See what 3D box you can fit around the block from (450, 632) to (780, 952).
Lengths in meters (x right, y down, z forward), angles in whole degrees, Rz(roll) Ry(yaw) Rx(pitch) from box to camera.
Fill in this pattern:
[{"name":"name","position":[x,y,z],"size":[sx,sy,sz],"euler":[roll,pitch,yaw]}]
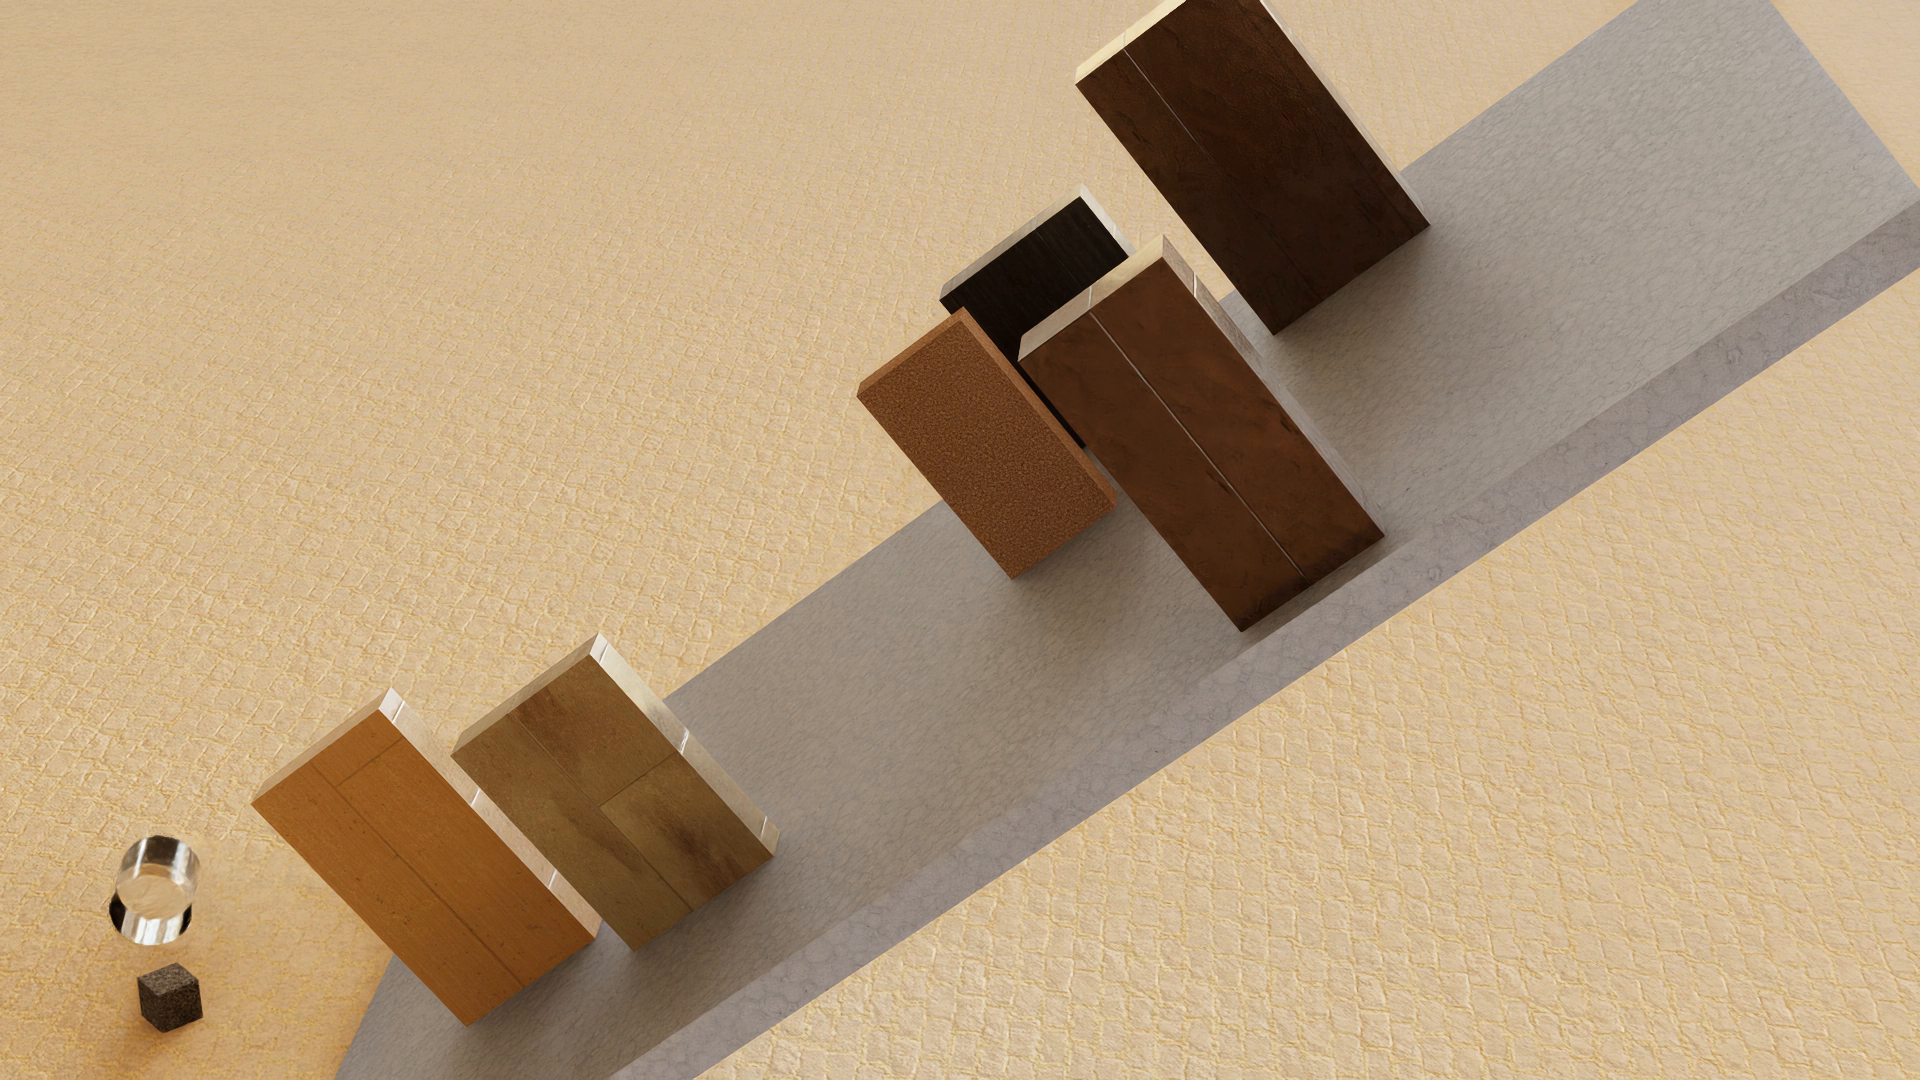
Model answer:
[{"name":"block","position":[-0.709,0.525,6.074],"size":[0.386,0.575,0.103],"euler":[-35,16,17]}]

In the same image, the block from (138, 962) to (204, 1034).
[{"name":"block","position":[-1.949,1.129,7.258],"size":[0.109,0.109,0.109],"euler":[-19,30,-37]}]

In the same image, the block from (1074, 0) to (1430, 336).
[{"name":"block","position":[0.643,-0.866,6.462],"size":[0.423,0.722,0.148],"euler":[-35,16,17]}]

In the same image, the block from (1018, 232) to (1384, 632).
[{"name":"block","position":[0.431,-0.186,5.226],"size":[0.315,0.651,0.135],"euler":[-35,16,17]}]

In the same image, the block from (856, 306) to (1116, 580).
[{"name":"block","position":[0.060,-0.205,6.355],"size":[0.287,0.538,0.086],"euler":[-35,16,17]}]

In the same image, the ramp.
[{"name":"ramp","position":[0.123,0.183,6.334],"size":[4.000,0.100,2.000],"euler":[-35,16,17]}]

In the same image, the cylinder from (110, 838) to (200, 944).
[{"name":"cylinder","position":[-2.090,0.910,7.644],"size":[0.207,0.207,0.207],"euler":[-4,20,-9]}]

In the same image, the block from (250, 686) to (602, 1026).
[{"name":"block","position":[-1.159,0.698,6.421],"size":[0.385,0.697,0.105],"euler":[-35,16,17]}]

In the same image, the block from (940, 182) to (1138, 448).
[{"name":"block","position":[0.267,-0.504,6.788],"size":[0.409,0.487,0.110],"euler":[-35,16,17]}]
